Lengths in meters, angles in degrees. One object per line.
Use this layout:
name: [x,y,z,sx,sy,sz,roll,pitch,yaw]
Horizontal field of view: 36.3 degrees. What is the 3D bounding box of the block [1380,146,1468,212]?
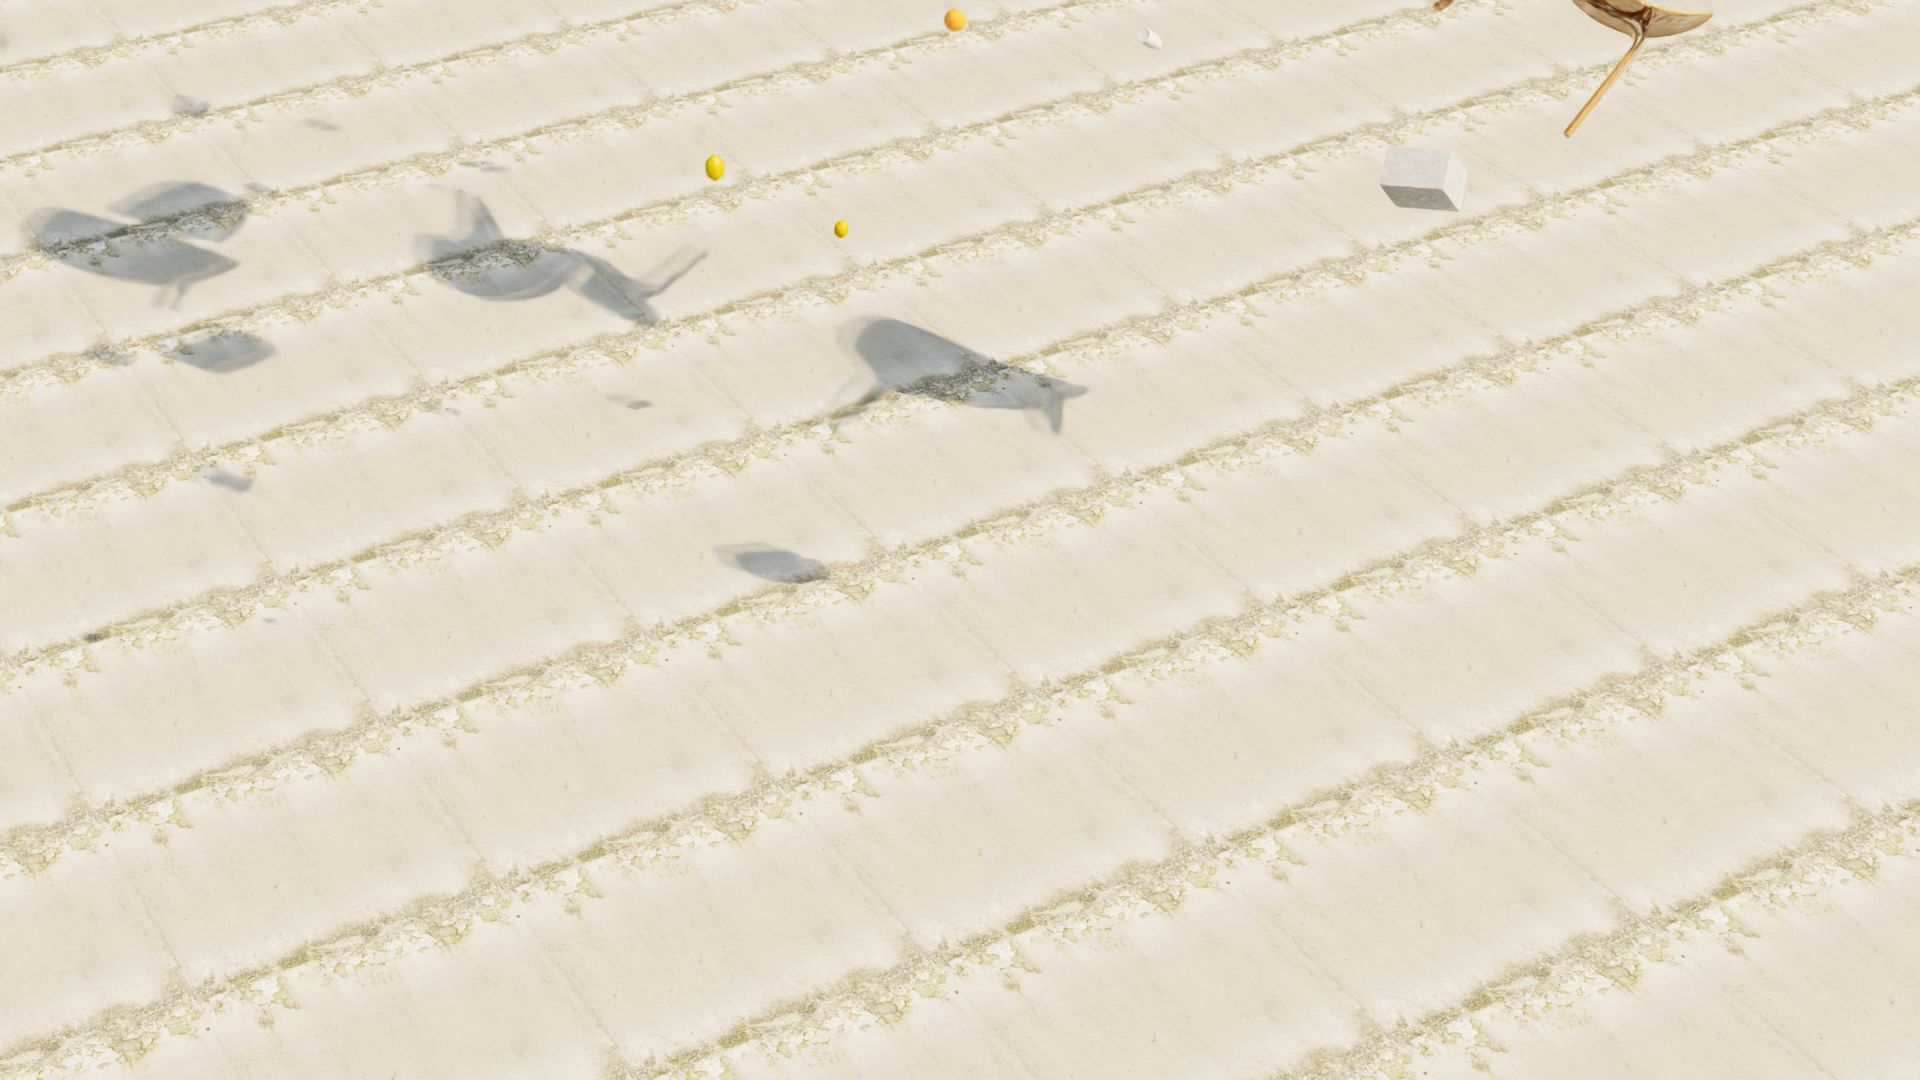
block: [1.348,-1.050,8.524,0.195,0.170,0.121,8,77,28]
